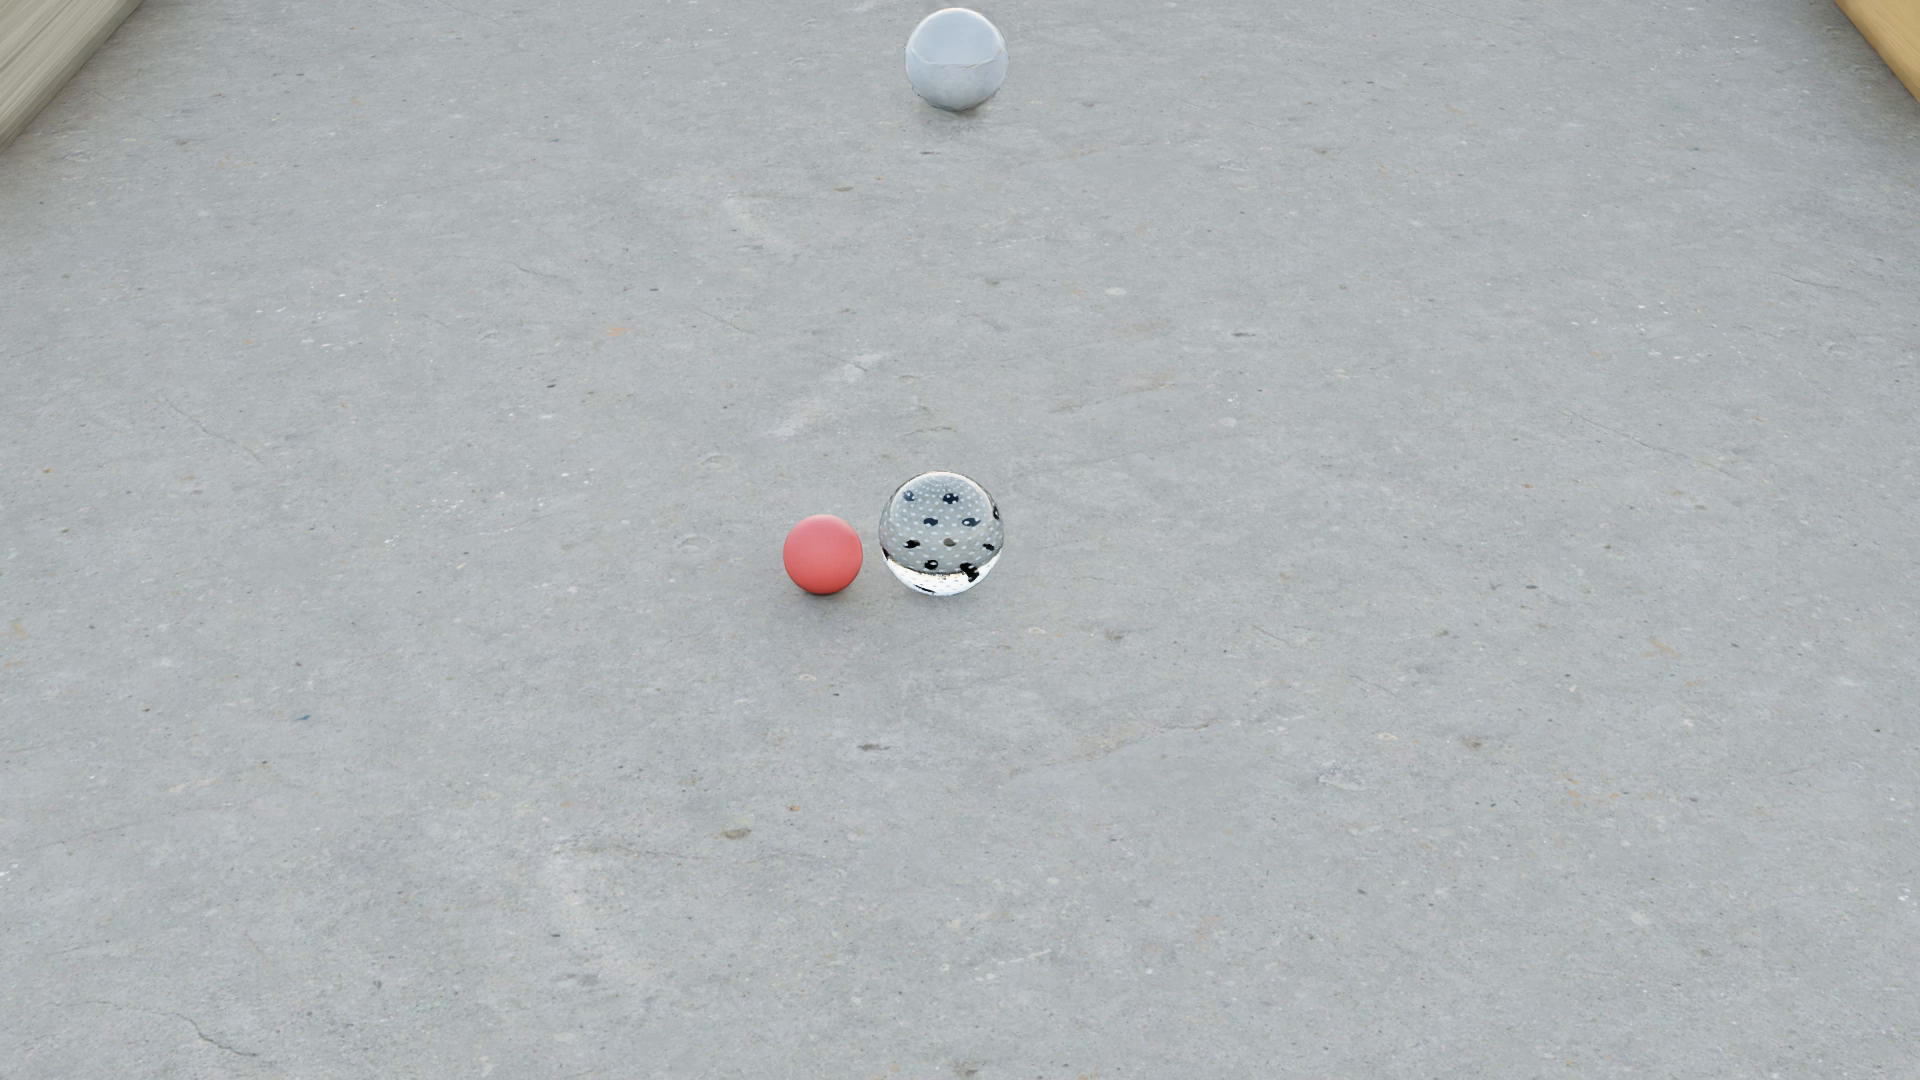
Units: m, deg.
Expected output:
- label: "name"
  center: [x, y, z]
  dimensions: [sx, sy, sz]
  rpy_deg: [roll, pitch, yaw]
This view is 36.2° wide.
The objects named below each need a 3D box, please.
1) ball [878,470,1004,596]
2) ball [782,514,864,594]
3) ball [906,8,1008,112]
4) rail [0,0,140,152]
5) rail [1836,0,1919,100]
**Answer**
- label: "ball"
  center: [-0.012, -0.004, 1.826]
  dimensions: [0.078, 0.078, 0.078]
  rpy_deg: [0, 27, 0]
- label: "ball"
  center: [-0.085, 0.009, 1.831]
  dimensions: [0.050, 0.050, 0.050]
  rpy_deg: [0, 27, 0]
- label: "ball"
  center: [-0.003, -0.433, 2.648]
  dimensions: [0.092, 0.092, 0.092]
  rpy_deg: [0, 27, 0]
- label: "rail"
  center: [-0.814, -0.379, 2.511]
  dimensions: [0.045, 0.120, 3.027]
  rpy_deg: [1, 27, 1]
- label: "rail"
  center: [0.849, -0.361, 2.476]
  dimensions: [0.045, 0.120, 3.027]
  rpy_deg: [1, 27, 1]
